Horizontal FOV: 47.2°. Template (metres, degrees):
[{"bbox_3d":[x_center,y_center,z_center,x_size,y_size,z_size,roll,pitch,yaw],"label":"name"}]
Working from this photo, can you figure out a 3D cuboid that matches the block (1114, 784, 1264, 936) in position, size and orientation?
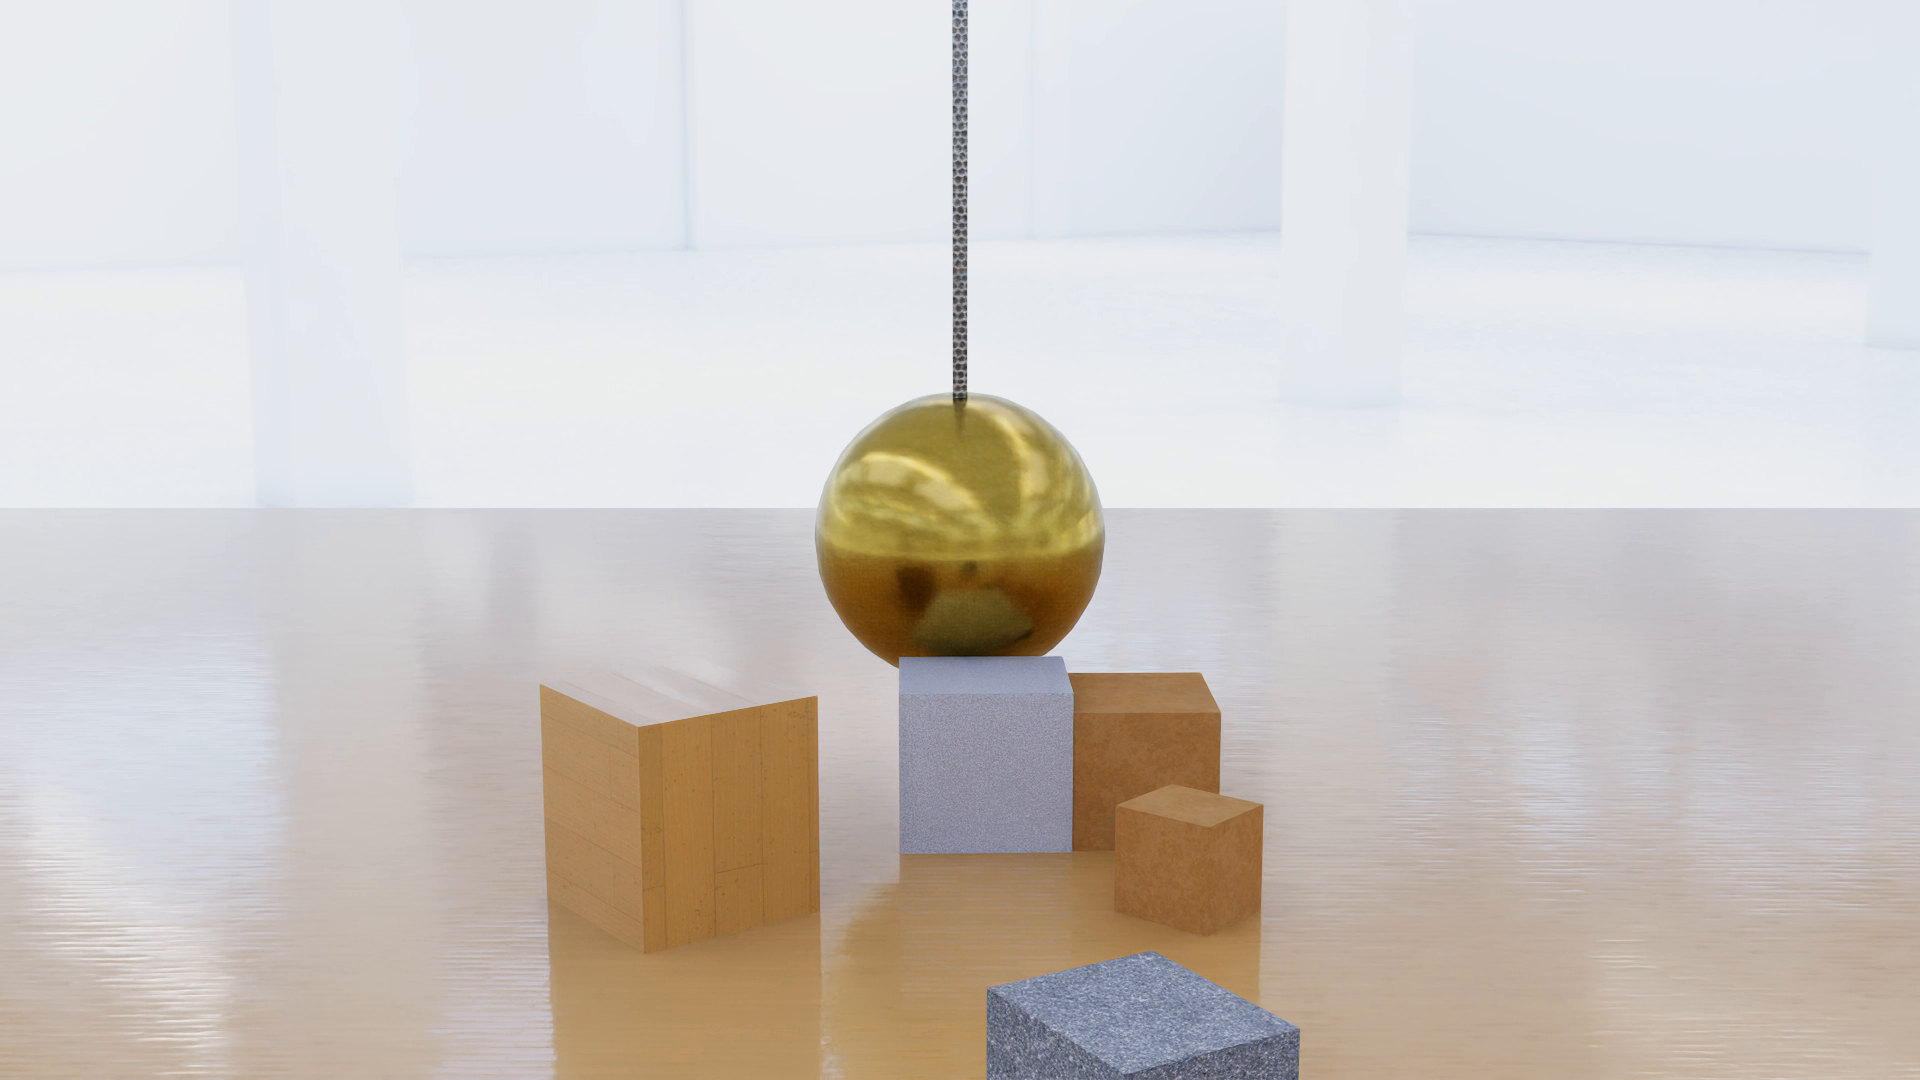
[{"bbox_3d":[1.051,1.462,10.104,0.510,0.509,0.449,9,13,39],"label":"block"}]

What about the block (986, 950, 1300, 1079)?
[{"bbox_3d":[0.578,1.876,7.143,0.670,0.753,0.791,-6,12,-30],"label":"block"}]

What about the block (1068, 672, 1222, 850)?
[{"bbox_3d":[0.921,1.131,11.363,0.735,0.710,0.838,0,10,-1],"label":"block"}]

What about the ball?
[{"bbox_3d":[0.000,-0.018,12.089,1.600,1.600,1.600,0,10,0],"label":"ball"}]

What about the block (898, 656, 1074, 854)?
[{"bbox_3d":[0.120,1.089,11.288,0.861,0.819,0.789,0,10,-1],"label":"block"}]

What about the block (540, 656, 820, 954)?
[{"bbox_3d":[-1.295,1.189,10.157,0.914,1.027,0.952,-8,13,-36],"label":"block"}]

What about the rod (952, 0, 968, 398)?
[{"bbox_3d":[0.000,-3.234,10.987,0.080,5.200,0.080,0,19,0],"label":"rod"}]
